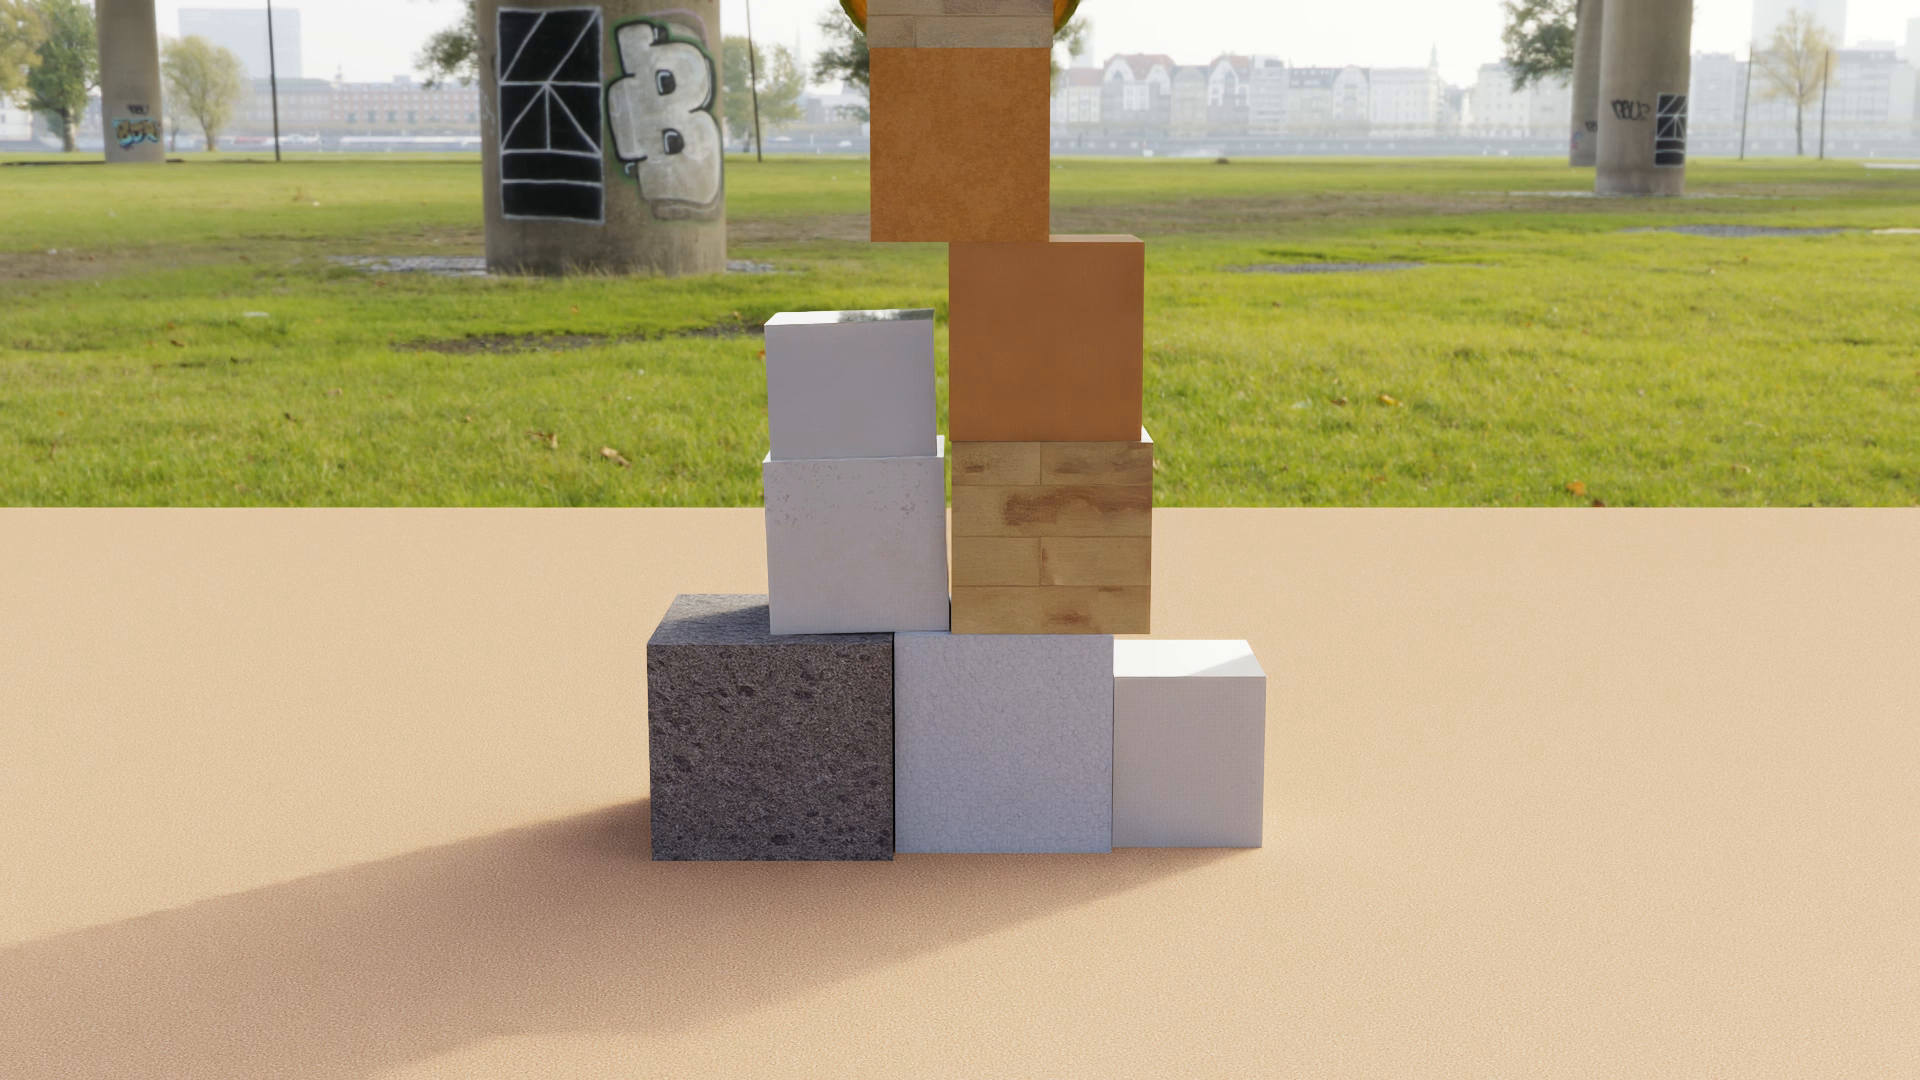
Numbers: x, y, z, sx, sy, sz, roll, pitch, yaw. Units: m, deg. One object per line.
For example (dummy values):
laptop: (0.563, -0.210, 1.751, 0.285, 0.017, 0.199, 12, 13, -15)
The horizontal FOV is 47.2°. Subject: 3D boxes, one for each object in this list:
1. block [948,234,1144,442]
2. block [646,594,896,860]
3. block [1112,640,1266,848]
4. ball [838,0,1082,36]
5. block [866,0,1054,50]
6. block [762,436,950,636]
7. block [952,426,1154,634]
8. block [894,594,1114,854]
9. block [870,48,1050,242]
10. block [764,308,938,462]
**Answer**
block: (0.413, -1.024, 10.980, 0.934, 0.958, 0.828, 0, 10, 0)
block: (-0.926, 0.937, 11.353, 1.189, 1.094, 1.214, 0, 10, 0)
block: (1.143, 1.039, 11.382, 0.756, 0.884, 0.807, 0, 10, 0)
ball: (0.000, -3.490, 12.654, 1.600, 1.600, 1.600, 0, 10, 0)
block: (0.000, -2.782, 10.659, 0.880, 0.804, 0.727, 0, 10, 0)
block: (-0.508, -0.039, 11.176, 0.882, 0.863, 0.801, -2, 10, 0)
block: (0.446, -0.086, 11.157, 0.976, 0.951, 0.907, 0, 10, 0)
block: (0.217, 0.925, 11.368, 1.076, 1.113, 1.008, 0, 10, 0)
block: (0.000, -1.944, 10.833, 0.852, 0.906, 0.848, 0, 10, 0)
block: (-0.528, -0.791, 11.041, 0.817, 0.666, 0.747, -2, 10, 0)
